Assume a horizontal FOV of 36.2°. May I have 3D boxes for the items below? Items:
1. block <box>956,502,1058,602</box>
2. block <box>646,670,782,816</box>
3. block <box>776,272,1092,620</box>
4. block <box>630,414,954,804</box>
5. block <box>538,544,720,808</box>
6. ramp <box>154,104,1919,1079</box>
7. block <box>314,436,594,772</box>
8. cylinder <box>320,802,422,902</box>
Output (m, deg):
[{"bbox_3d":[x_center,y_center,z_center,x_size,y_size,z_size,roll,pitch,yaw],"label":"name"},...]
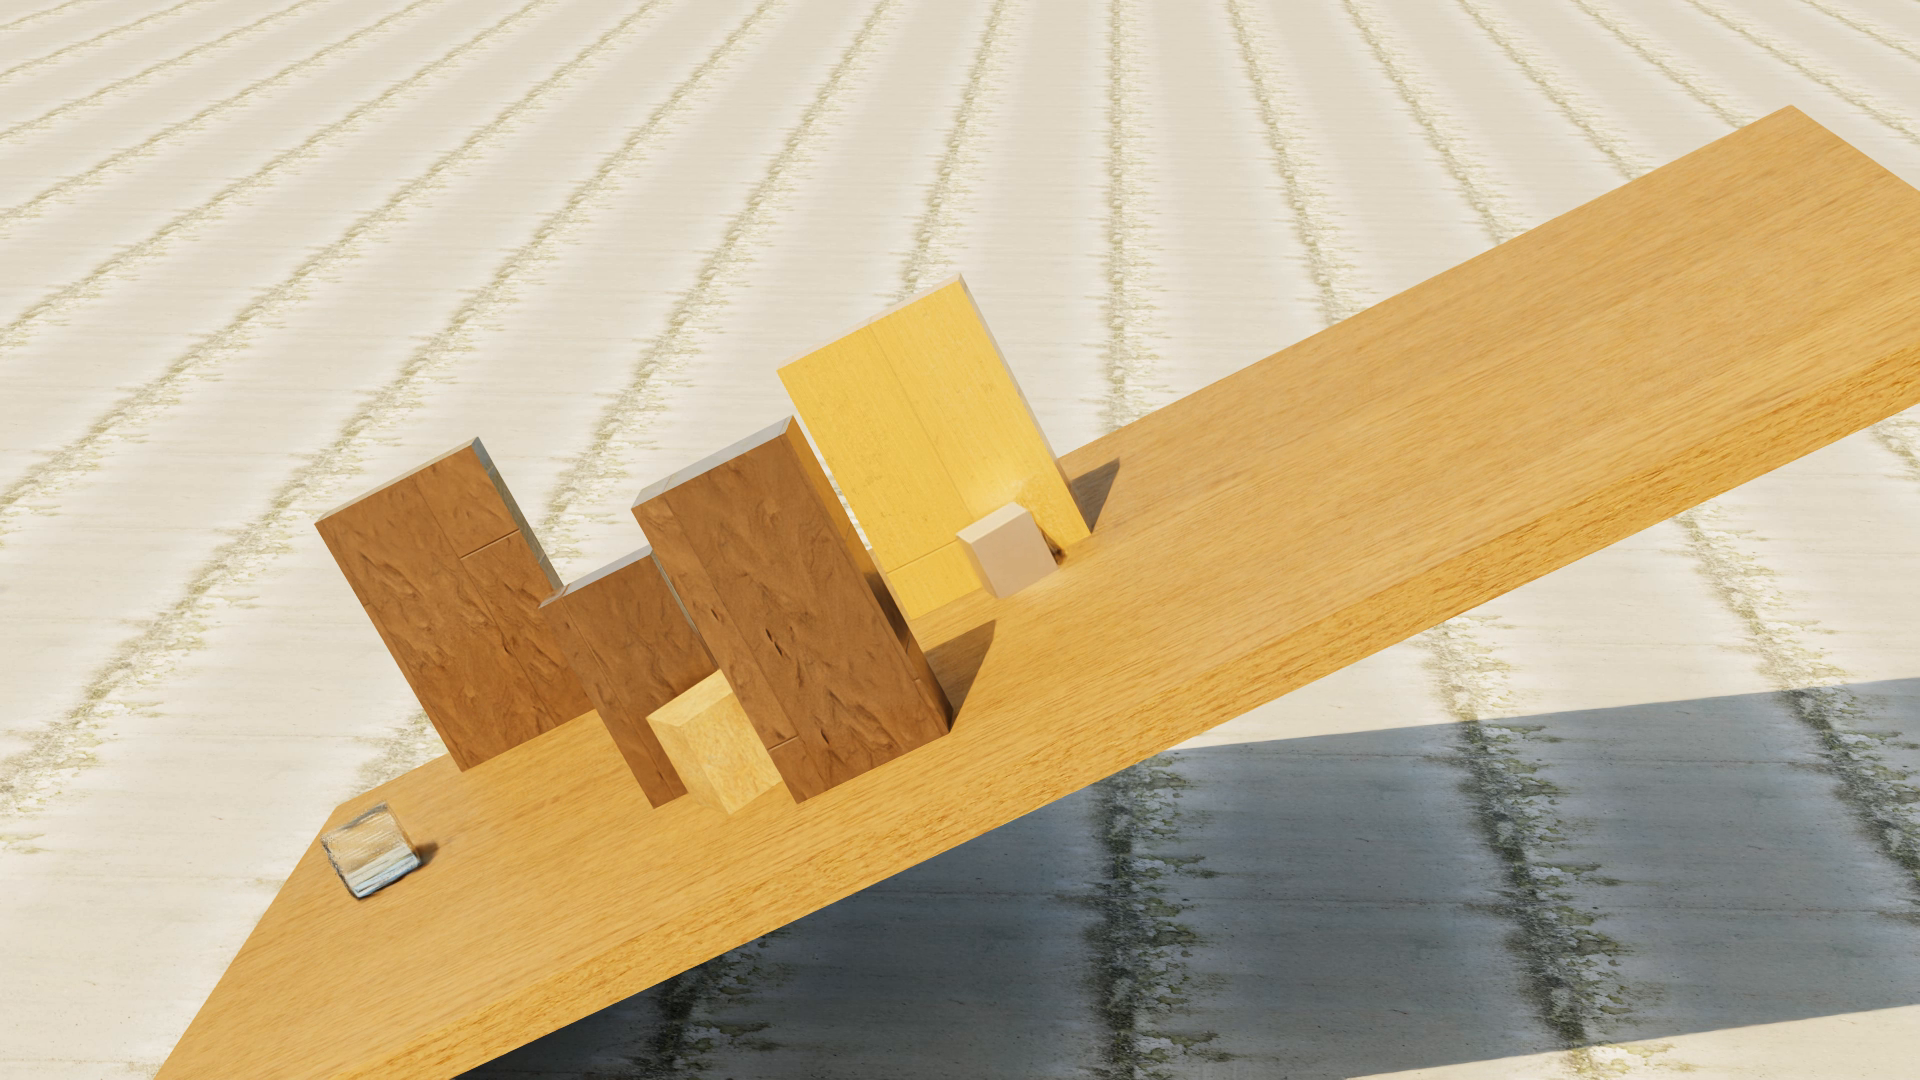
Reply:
[{"bbox_3d":[0.101,0.024,6.357,0.146,0.146,0.146,-30,14,-7],"label":"block"},{"bbox_3d":[-0.467,0.401,5.956,0.210,0.210,0.210,-33,15,-20],"label":"block"},{"bbox_3d":[-0.053,-0.201,6.438,0.444,0.635,0.084,-26,14,10],"label":"block"},{"bbox_3d":[-0.317,0.137,5.658,0.333,0.667,0.137,-26,14,10],"label":"block"},{"bbox_3d":[-0.633,0.282,6.115,0.264,0.492,0.098,-26,14,10],"label":"block"},{"bbox_3d":[0.140,0.168,6.281,4.000,0.100,2.000,-26,14,10],"label":"ramp"},{"bbox_3d":[-1.195,0.162,7.169,0.441,0.715,0.085,-26,14,10],"label":"block"},{"bbox_3d":[-1.328,0.702,6.633,0.164,0.164,0.164,-30,23,-8],"label":"cylinder"}]
